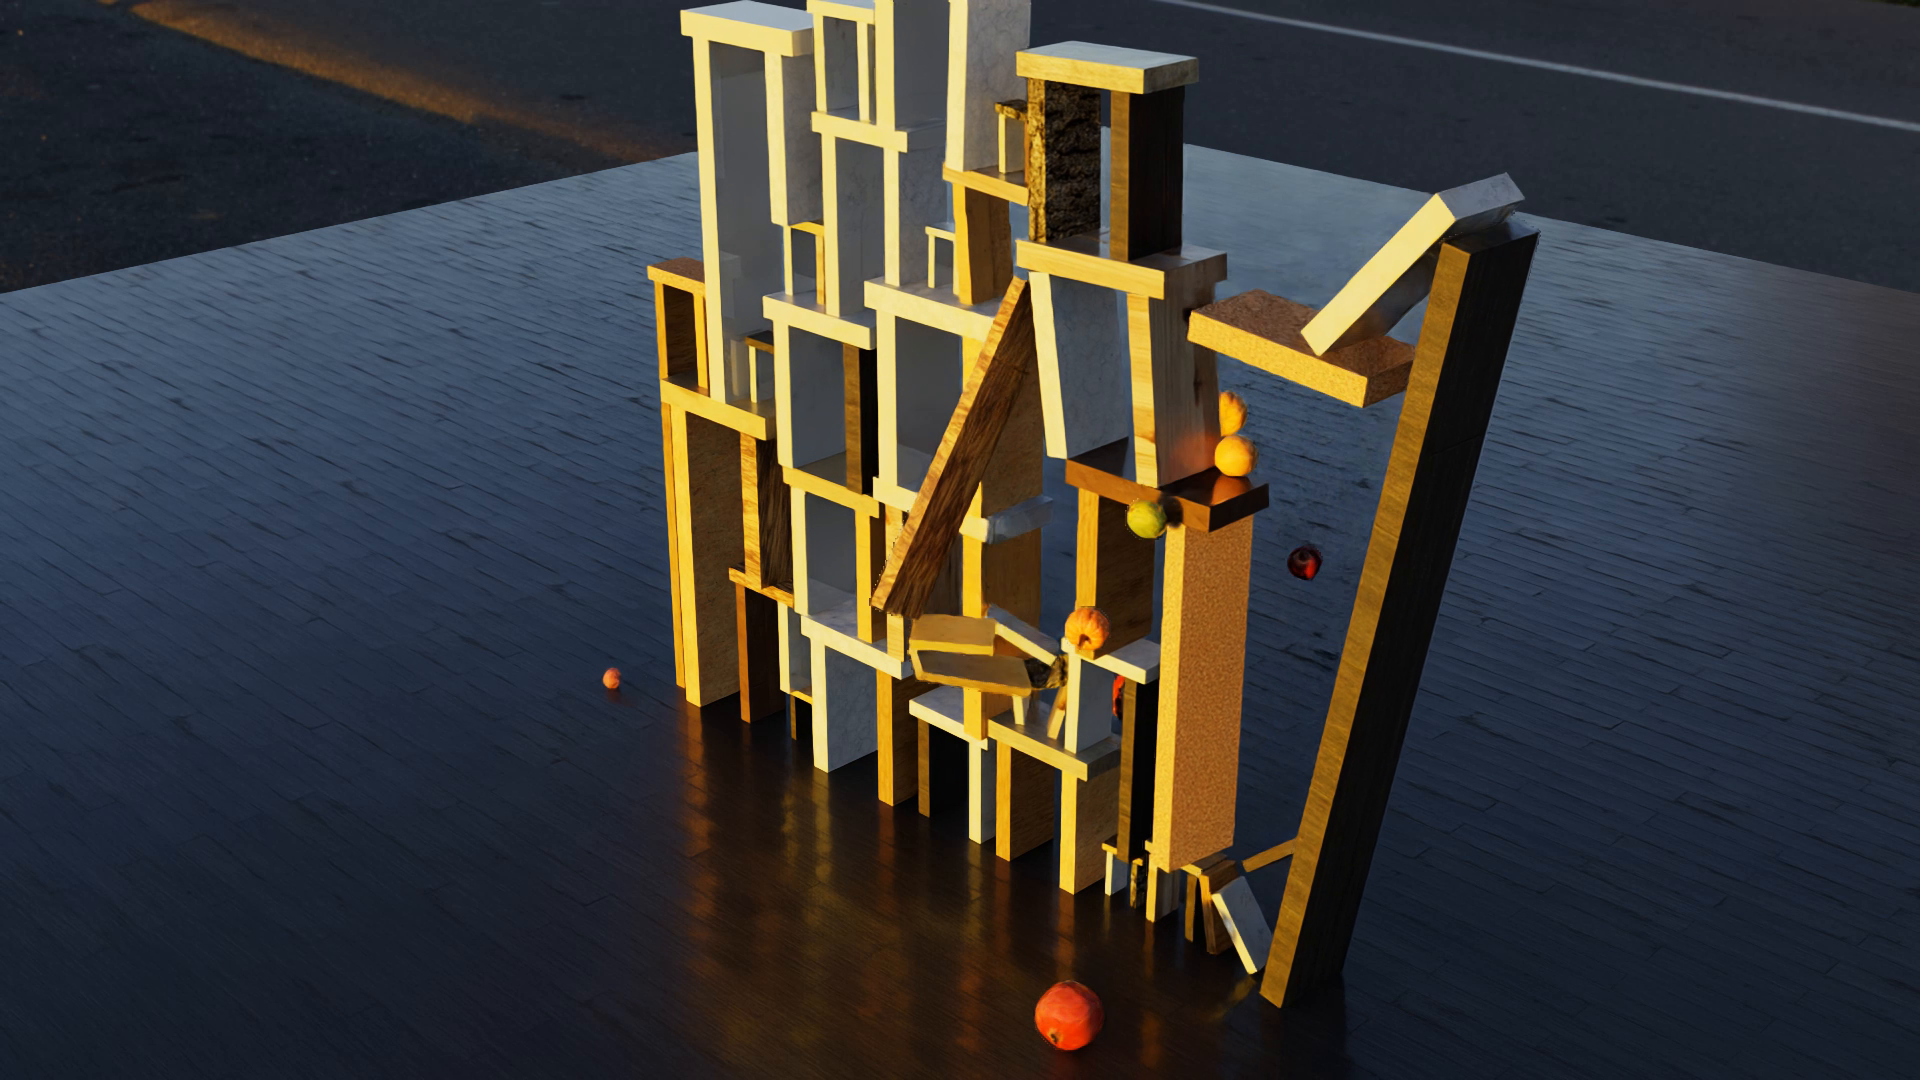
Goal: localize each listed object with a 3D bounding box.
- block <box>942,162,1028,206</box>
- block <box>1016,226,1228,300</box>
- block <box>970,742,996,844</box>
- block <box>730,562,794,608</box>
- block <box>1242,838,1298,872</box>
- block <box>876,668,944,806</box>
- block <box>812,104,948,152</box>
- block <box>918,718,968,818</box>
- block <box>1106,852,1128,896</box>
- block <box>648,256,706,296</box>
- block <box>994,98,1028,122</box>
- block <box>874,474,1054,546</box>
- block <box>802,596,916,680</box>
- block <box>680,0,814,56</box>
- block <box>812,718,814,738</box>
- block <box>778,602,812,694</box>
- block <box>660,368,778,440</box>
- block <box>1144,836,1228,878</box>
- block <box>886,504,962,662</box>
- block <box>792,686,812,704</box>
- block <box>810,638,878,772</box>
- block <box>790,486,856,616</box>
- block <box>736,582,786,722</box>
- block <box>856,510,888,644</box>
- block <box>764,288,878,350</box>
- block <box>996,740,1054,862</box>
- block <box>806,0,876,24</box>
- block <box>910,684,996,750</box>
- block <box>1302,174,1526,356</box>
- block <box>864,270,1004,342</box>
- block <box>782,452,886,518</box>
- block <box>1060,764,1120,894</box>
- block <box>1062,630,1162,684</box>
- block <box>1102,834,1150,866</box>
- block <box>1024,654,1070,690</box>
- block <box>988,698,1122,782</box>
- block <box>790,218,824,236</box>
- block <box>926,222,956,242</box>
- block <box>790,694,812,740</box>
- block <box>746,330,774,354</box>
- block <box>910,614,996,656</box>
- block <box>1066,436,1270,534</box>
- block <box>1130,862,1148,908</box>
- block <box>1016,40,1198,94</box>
[{"bbox_3d":[0.082,-0.632,3.850,0.108,0.030,0.215,-20,32,-39],"label":"block"},{"bbox_3d":[0.271,-0.475,3.723,0.329,0.047,0.164,19,30,41],"label":"block"},{"bbox_3d":[0.068,0.481,4.349,0.031,0.217,0.108,21,31,41],"label":"block"},{"bbox_3d":[-0.384,0.086,4.679,0.208,0.029,0.104,21,31,40],"label":"block"},{"bbox_3d":[0.570,0.537,3.822,0.077,0.022,0.155,-11,-16,-41],"label":"block"},{"bbox_3d":[-0.099,0.379,4.486,0.042,0.298,0.149,21,31,40],"label":"block"},{"bbox_3d":[-0.141,-0.762,4.051,0.253,0.036,0.126,21,31,40],"label":"block"},{"bbox_3d":[-0.034,0.441,4.443,0.031,0.217,0.108,21,31,41],"label":"block"},{"bbox_3d":[0.298,0.623,4.172,0.047,0.094,0.013,-21,32,-40],"label":"block"},{"bbox_3d":[-0.551,-0.550,4.593,0.100,0.028,0.200,-21,31,-40],"label":"block"},{"bbox_3d":[0.111,-0.735,3.771,0.052,0.015,0.103,-16,30,-32],"label":"block"},{"bbox_3d":[0.005,-0.078,4.185,0.162,0.046,0.324,-21,31,-40],"label":"block"},{"bbox_3d":[-0.169,0.195,4.484,0.149,0.042,0.298,-21,31,-41],"label":"block"},{"bbox_3d":[-0.366,-0.978,4.198,0.163,0.046,0.327,-22,31,-40],"label":"block"},{"bbox_3d":[-0.290,0.392,4.700,0.053,0.106,0.015,-21,31,-41],"label":"block"},{"bbox_3d":[-0.335,0.214,4.680,0.104,0.208,0.029,-21,31,-40],"label":"block"},{"bbox_3d":[-0.453,-0.293,4.599,0.341,0.048,0.171,22,31,40],"label":"block"},{"bbox_3d":[0.414,0.572,4.028,0.070,0.020,0.139,-20,30,-39],"label":"block"},{"bbox_3d":[-0.070,0.062,4.328,0.046,0.324,0.162,21,31,41],"label":"block"},{"bbox_3d":[-0.315,0.327,4.700,0.053,0.015,0.106,-21,31,-41],"label":"block"},{"bbox_3d":[-0.239,0.324,4.615,0.042,0.298,0.149,21,31,41],"label":"block"},{"bbox_3d":[-0.280,0.005,4.522,0.039,0.278,0.139,20,30,39],"label":"block"},{"bbox_3d":[-0.433,0.231,4.794,0.029,0.329,0.104,21,31,41],"label":"block"},{"bbox_3d":[-0.142,0.054,4.406,0.039,0.278,0.139,21,31,40],"label":"block"},{"bbox_3d":[-0.226,-0.439,4.284,0.302,0.043,0.151,21,31,40],"label":"block"},{"bbox_3d":[0.128,0.487,4.288,0.036,0.254,0.127,21,31,41],"label":"block"},{"bbox_3d":[-0.187,-0.970,4.010,0.176,0.025,0.088,21,31,40],"label":"block"},{"bbox_3d":[0.015,0.347,4.347,0.108,0.031,0.217,-21,31,-40],"label":"block"},{"bbox_3d":[0.679,-0.412,3.316,0.173,0.346,0.049,-20,72,-38],"label":"block"},{"bbox_3d":[0.003,-0.435,4.036,0.340,0.048,0.170,21,31,40],"label":"block"},{"bbox_3d":[-0.209,-0.117,4.403,0.278,0.039,0.139,21,31,40],"label":"block"},{"bbox_3d":[0.248,0.534,4.178,0.036,0.254,0.127,21,31,41],"label":"block"},{"bbox_3d":[0.292,0.203,3.996,0.198,0.028,0.099,21,31,40],"label":"block"},{"bbox_3d":[0.319,0.581,4.131,0.095,0.013,0.047,19,30,37],"label":"block"},{"bbox_3d":[0.156,0.248,4.094,0.123,0.017,0.062,-8,47,1],"label":"block"},{"bbox_3d":[0.189,0.377,4.176,0.254,0.036,0.127,21,31,40],"label":"block"},{"bbox_3d":[-0.279,-0.616,4.266,0.139,0.020,0.069,21,31,40],"label":"block"},{"bbox_3d":[-0.011,-0.559,3.997,0.049,0.014,0.098,-21,31,-40],"label":"block"},{"bbox_3d":[-0.340,0.373,4.746,0.015,0.106,0.053,21,31,41],"label":"block"},{"bbox_3d":[-0.373,-0.398,4.458,0.119,0.017,0.059,21,31,40],"label":"block"},{"bbox_3d":[-0.012,0.169,3.953,0.149,0.021,0.075,4,39,5],"label":"block"},{"bbox_3d":[0.355,-0.099,3.793,0.320,0.045,0.160,21,31,40],"label":"block"},{"bbox_3d":[0.342,0.640,4.131,0.047,0.095,0.013,-21,31,-40],"label":"block"},{"bbox_3d":[0.241,-0.781,3.626,0.277,0.039,0.139,19,30,41],"label":"block"}]
